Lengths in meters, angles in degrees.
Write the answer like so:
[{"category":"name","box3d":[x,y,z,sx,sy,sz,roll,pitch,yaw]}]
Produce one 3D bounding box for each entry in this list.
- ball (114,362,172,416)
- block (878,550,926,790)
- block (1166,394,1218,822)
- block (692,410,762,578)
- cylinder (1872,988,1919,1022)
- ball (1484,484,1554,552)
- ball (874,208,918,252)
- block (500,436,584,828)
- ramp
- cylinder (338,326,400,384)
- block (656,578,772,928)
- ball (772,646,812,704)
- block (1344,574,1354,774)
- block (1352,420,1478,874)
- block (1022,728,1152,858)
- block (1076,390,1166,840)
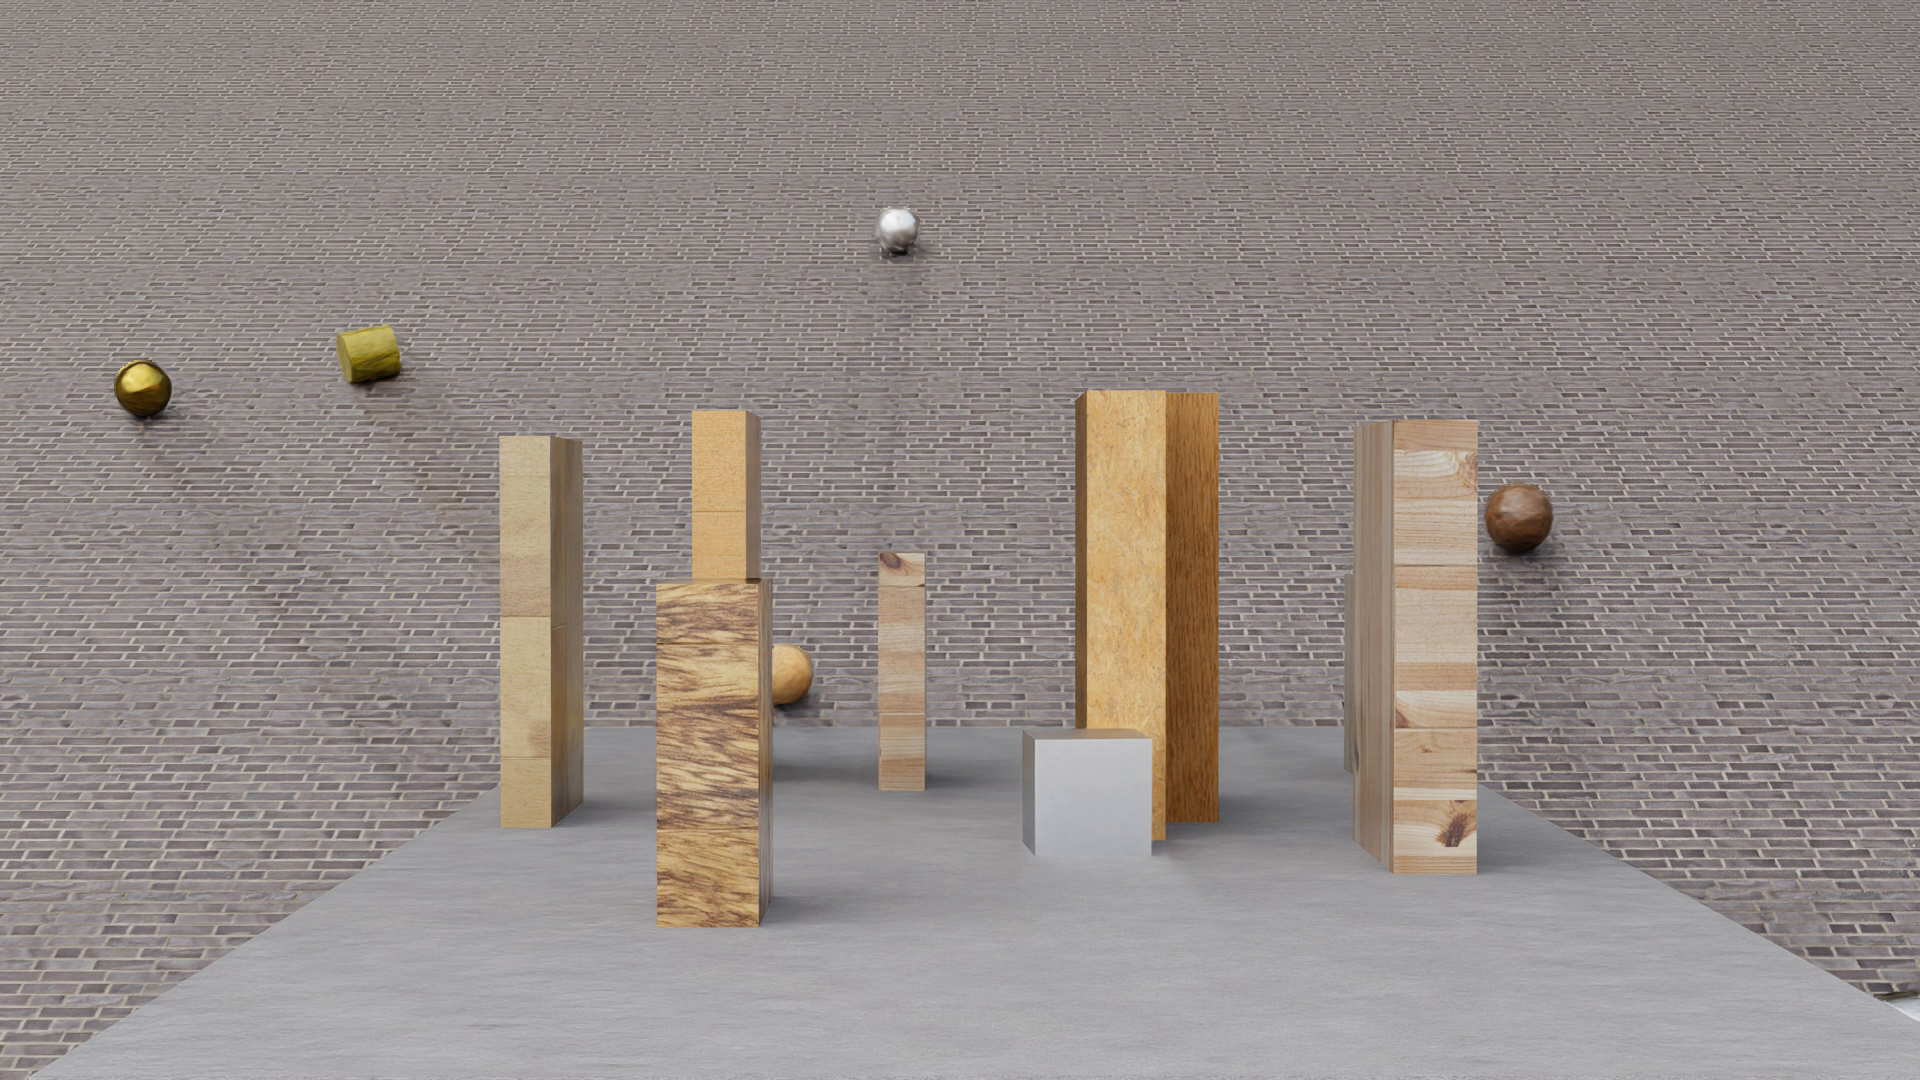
[{"category":"ball","box3d":[-2.677,-0.495,8.466,0.179,0.179,0.179,0,27,0]},{"category":"block","box3d":[-0.117,0.261,5.321,0.092,0.474,0.343,0,1,0]},{"category":"block","box3d":[0.415,0.119,4.825,0.099,0.771,0.368,0,1,0]},{"category":"block","box3d":[-0.490,0.115,5.450,0.109,0.762,0.404,0,1,0]},{"category":"cylinder","box3d":[1.970,1.054,5.492,0.177,0.177,0.177,-6,28,-11]},{"category":"ball","box3d":[1.647,-0.064,7.617,0.199,0.199,0.199,0,27,0]},{"category":"ball","box3d":[-0.240,-1.177,9.790,0.167,0.167,0.167,0,27,0]},{"category":"block","box3d":[-0.769,0.160,4.767,0.089,0.693,0.399,0,1,0]},{"category":"ramp","box3d":[0.062,0.559,4.597,2.000,0.100,4.000,0,1,0]},{"category":"cylinder","box3d":[-1.998,-0.626,8.730,0.169,0.169,0.169,-13,30,-24]},{"category":"block","box3d":[-0.342,0.290,3.635,0.138,0.466,0.272,0,1,0]},{"category":"ball","box3d":[-0.469,0.358,6.852,0.157,0.157,0.157,0,27,0]},{"category":"block","box3d":[0.887,0.285,5.396,0.116,0.421,0.344,0,1,0]},{"category":"block","box3d":[0.735,0.163,4.198,0.129,0.704,0.410,0,1,0]},{"category":"block","box3d":[0.209,0.418,4.292,0.191,0.191,0.191,0,1,-5]},{"category":"block","box3d":[0.283,0.125,4.610,0.134,0.766,0.438,0,1,0]}]
